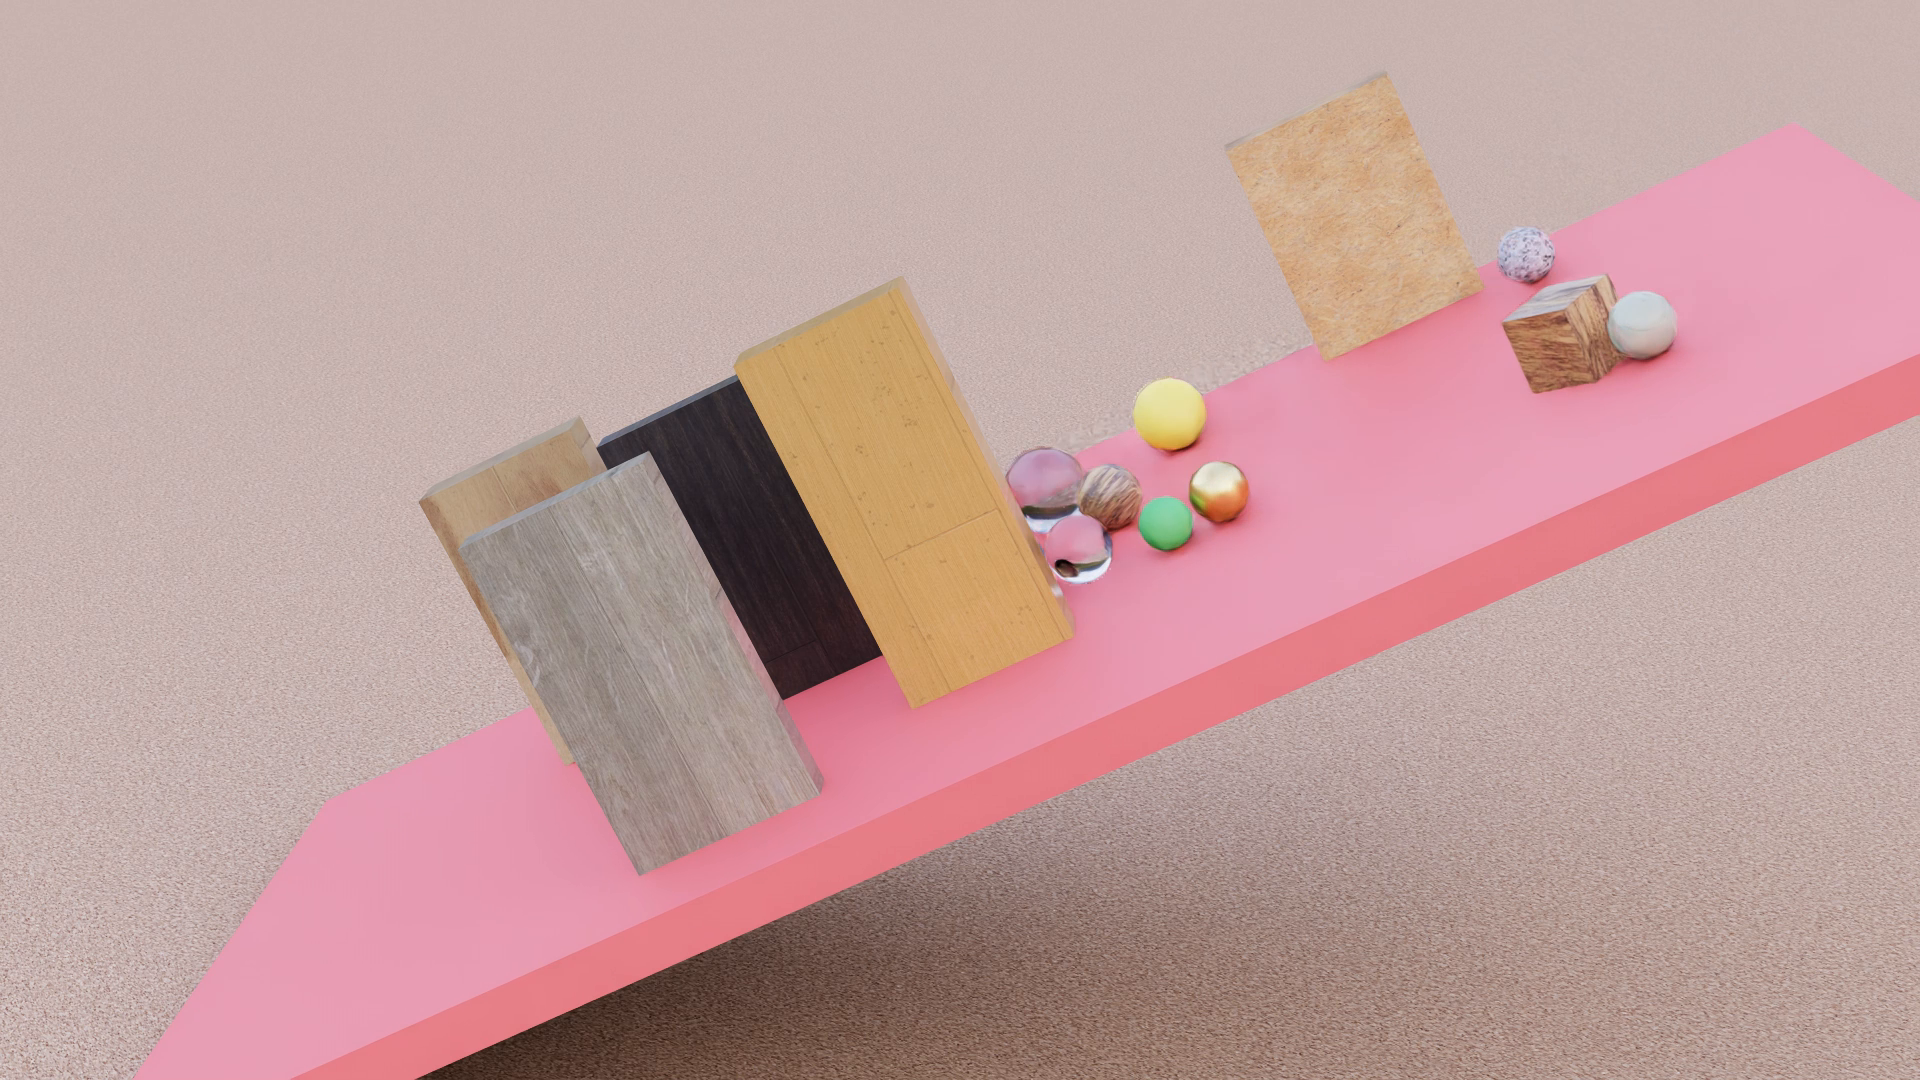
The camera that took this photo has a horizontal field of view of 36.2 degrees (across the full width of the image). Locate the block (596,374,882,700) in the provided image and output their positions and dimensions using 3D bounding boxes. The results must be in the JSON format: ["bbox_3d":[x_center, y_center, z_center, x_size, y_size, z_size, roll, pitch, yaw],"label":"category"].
[{"bbox_3d":[-0.450,0.006,6.336,0.383,0.675,0.087,-25,14,10],"label":"block"}]

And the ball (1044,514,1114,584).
[{"bbox_3d":[0.247,0.019,6.106,0.144,0.144,0.144,0,16,0],"label":"ball"}]

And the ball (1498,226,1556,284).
[{"bbox_3d":[1.281,-0.644,6.651,0.127,0.127,0.127,0,16,0],"label":"ball"}]

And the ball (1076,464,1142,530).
[{"bbox_3d":[0.324,-0.094,6.381,0.143,0.143,0.143,0,16,0],"label":"ball"}]

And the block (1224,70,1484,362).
[{"bbox_3d":[0.916,-0.751,6.831,0.406,0.550,0.092,-25,14,10],"label":"block"}]

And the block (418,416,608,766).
[{"bbox_3d":[-0.882,0.118,6.697,0.386,0.696,0.135,-25,14,10],"label":"block"}]

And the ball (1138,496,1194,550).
[{"bbox_3d":[0.423,-0.034,6.035,0.112,0.112,0.112,0,16,0],"label":"ball"}]

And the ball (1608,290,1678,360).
[{"bbox_3d":[1.323,-0.417,5.703,0.133,0.133,0.133,0,16,0],"label":"ball"}]

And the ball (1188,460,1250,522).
[{"bbox_3d":[0.532,-0.100,6.044,0.127,0.127,0.127,0,16,0],"label":"ball"}]

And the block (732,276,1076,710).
[{"bbox_3d":[-0.104,-0.090,5.810,0.359,0.778,0.124,-25,14,10],"label":"block"}]

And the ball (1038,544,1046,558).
[{"bbox_3d":[0.131,0.050,6.278,0.112,0.112,0.112,0,16,0],"label":"ball"}]

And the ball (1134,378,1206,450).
[{"bbox_3d":[0.482,-0.288,6.757,0.167,0.167,0.167,0,16,0],"label":"ball"}]

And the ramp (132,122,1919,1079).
[{"bbox_3d":[0.138,0.168,6.281,4.000,0.100,2.000,-25,14,10],"label":"ramp"}]

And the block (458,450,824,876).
[{"bbox_3d":[-0.604,0.242,5.626,0.396,0.731,0.086,-25,14,10],"label":"block"}]

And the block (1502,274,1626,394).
[{"bbox_3d":[1.209,-0.408,5.827,0.161,0.161,0.161,-36,16,-34],"label":"block"}]

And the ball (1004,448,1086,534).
[{"bbox_3d":[0.192,-0.110,6.583,0.195,0.195,0.195,0,16,0],"label":"ball"}]
